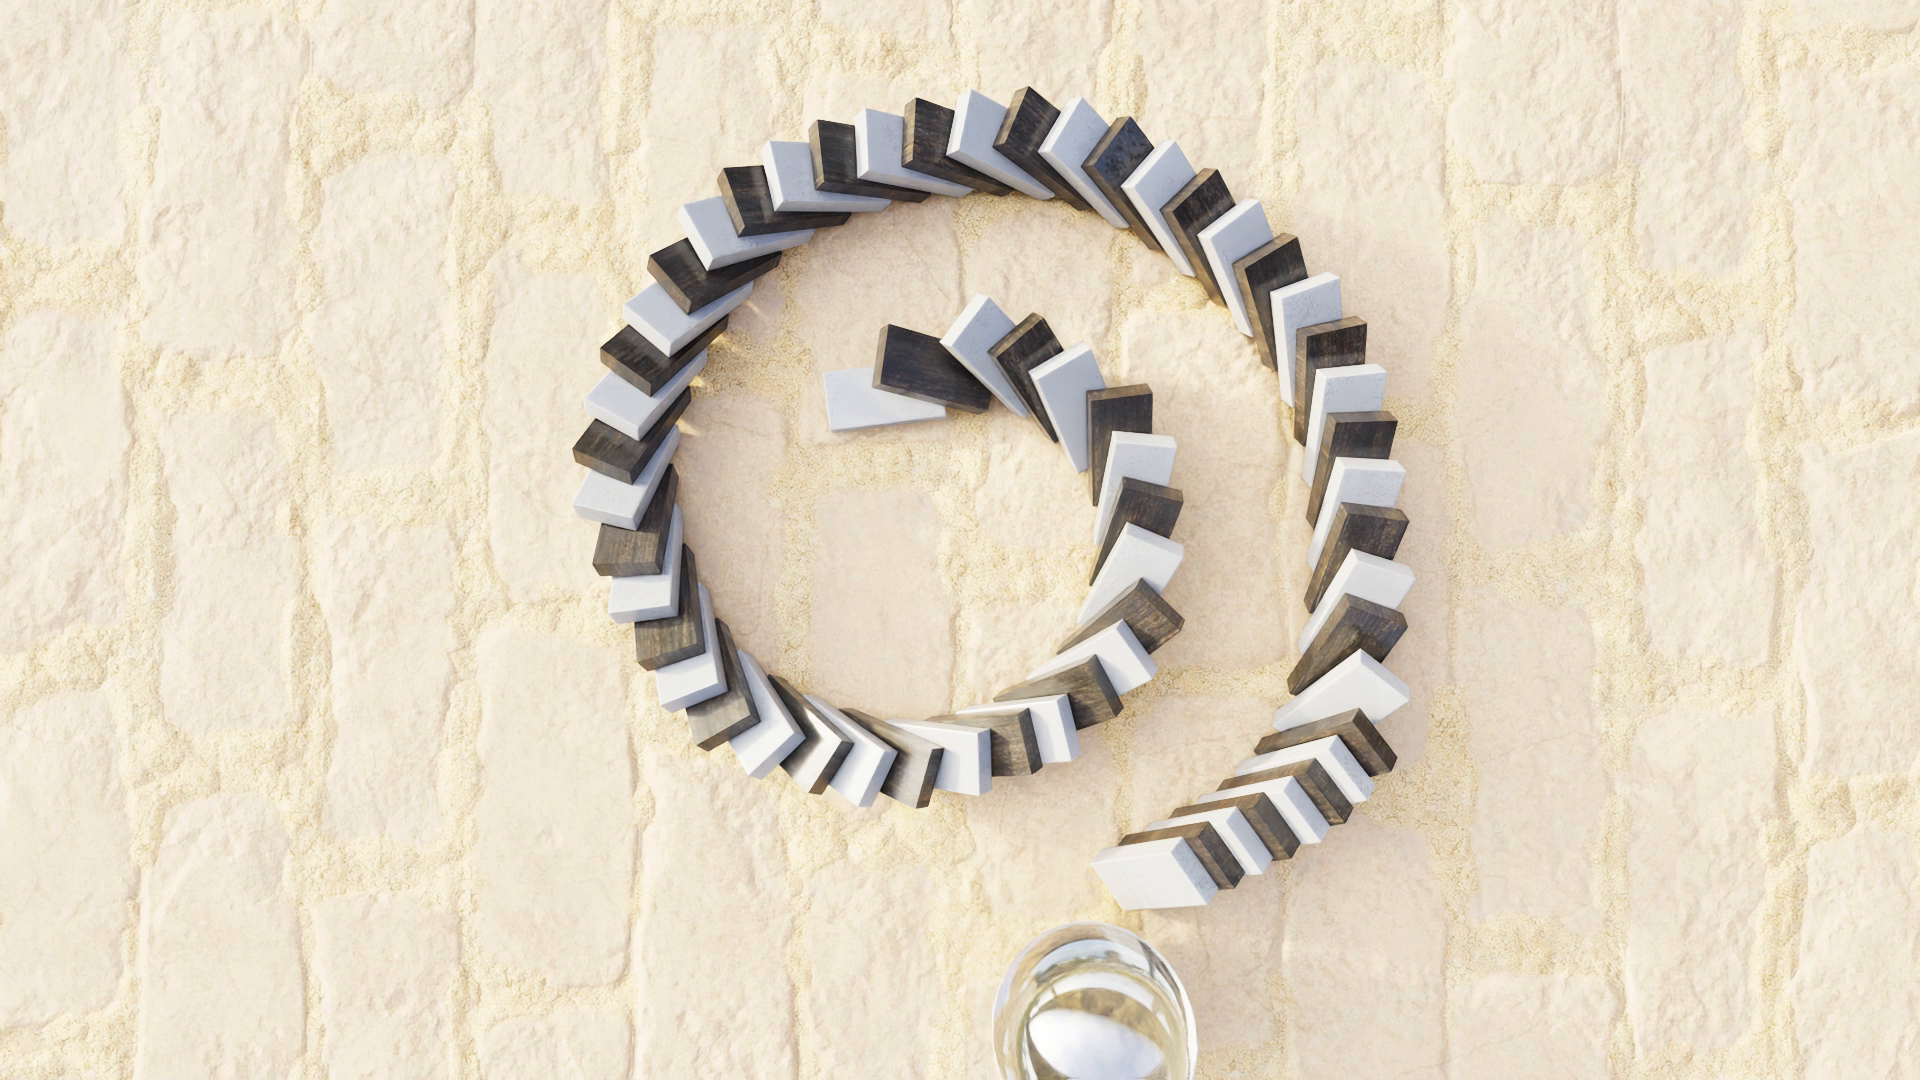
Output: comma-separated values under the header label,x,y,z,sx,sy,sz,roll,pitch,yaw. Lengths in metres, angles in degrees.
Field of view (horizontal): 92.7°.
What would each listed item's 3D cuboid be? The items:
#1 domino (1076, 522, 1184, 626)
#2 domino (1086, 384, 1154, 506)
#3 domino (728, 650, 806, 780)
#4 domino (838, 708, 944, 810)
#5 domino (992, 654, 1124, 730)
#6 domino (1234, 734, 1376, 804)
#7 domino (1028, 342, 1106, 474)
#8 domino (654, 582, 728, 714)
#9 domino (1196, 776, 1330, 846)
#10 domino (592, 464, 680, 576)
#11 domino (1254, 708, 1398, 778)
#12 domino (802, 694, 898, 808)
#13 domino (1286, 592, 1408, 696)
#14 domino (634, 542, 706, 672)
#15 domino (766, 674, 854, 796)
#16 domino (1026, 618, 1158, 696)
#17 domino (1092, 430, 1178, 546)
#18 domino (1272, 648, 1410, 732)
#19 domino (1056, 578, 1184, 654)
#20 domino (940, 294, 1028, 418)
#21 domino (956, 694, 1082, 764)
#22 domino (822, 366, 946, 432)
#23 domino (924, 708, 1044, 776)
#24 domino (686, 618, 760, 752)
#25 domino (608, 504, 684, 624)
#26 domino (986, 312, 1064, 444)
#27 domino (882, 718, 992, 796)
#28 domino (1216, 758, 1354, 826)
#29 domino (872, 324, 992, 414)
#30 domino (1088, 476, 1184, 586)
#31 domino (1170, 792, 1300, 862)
label,x,y,z,sx,sy,sz,roll,pitch,yaw
domino,0.070,0.019,0.382,0.025,0.010,0.050,23,125,0
domino,0.066,-0.039,0.382,0.025,0.010,0.050,-7,125,-1
domino,-0.087,0.072,0.382,0.025,0.009,0.050,-43,56,0
domino,-0.032,0.090,0.383,0.050,0.010,0.025,15,90,33
domino,0.040,0.068,0.382,0.050,0.009,0.025,-28,90,34
domino,0.141,0.098,0.378,0.009,0.050,0.025,-37,90,-39
domino,0.050,-0.054,0.382,0.025,0.009,0.050,-30,125,0
domino,-0.114,0.044,0.382,0.025,0.010,0.050,-22,57,1
domino,0.123,0.114,0.377,0.009,0.050,0.025,-37,91,-39
domino,-0.135,-0.009,0.382,0.025,0.009,0.050,-2,56,0
domino,0.150,0.088,0.378,0.025,0.050,0.009,53,48,0
domino,-0.051,0.087,0.382,0.050,0.009,0.025,26,91,35
domino,0.161,0.048,0.383,0.025,0.009,0.050,20,122,0
domino,-0.122,0.027,0.382,0.025,0.010,0.050,-18,57,0
domino,-0.069,0.080,0.382,0.050,0.010,0.025,33,90,34
domino,0.054,0.056,0.382,0.050,0.010,0.025,-36,90,34
domino,0.072,-0.020,0.382,0.025,0.009,0.050,5,124,-1
domino,0.158,0.069,0.381,0.025,0.009,0.050,38,127,0
domino,0.066,0.040,0.382,0.025,0.010,0.050,44,125,0
domino,0.017,-0.076,0.381,0.050,0.009,0.025,38,88,-36
domino,0.024,0.080,0.382,0.050,0.009,0.025,-14,90,34
domino,-0.032,-0.062,0.395,0.050,0.009,0.025,-7,90,0
domino,0.008,0.085,0.382,0.050,0.010,0.025,-13,91,34
domino,-0.103,0.060,0.382,0.025,0.010,0.050,-30,56,0
domino,-0.130,0.009,0.383,0.025,0.009,0.050,-8,57,0
domino,0.035,-0.067,0.382,0.025,0.009,0.050,-41,125,0
domino,-0.011,0.090,0.382,0.050,0.010,0.025,-1,91,34
domino,0.132,0.107,0.378,0.010,0.050,0.025,-37,90,-39
domino,-0.010,-0.071,0.384,0.050,0.010,0.025,10,84,-26
domino,0.073,0.000,0.382,0.025,0.009,0.050,13,123,0
domino,0.111,0.120,0.378,0.010,0.050,0.025,-36,90,-39
